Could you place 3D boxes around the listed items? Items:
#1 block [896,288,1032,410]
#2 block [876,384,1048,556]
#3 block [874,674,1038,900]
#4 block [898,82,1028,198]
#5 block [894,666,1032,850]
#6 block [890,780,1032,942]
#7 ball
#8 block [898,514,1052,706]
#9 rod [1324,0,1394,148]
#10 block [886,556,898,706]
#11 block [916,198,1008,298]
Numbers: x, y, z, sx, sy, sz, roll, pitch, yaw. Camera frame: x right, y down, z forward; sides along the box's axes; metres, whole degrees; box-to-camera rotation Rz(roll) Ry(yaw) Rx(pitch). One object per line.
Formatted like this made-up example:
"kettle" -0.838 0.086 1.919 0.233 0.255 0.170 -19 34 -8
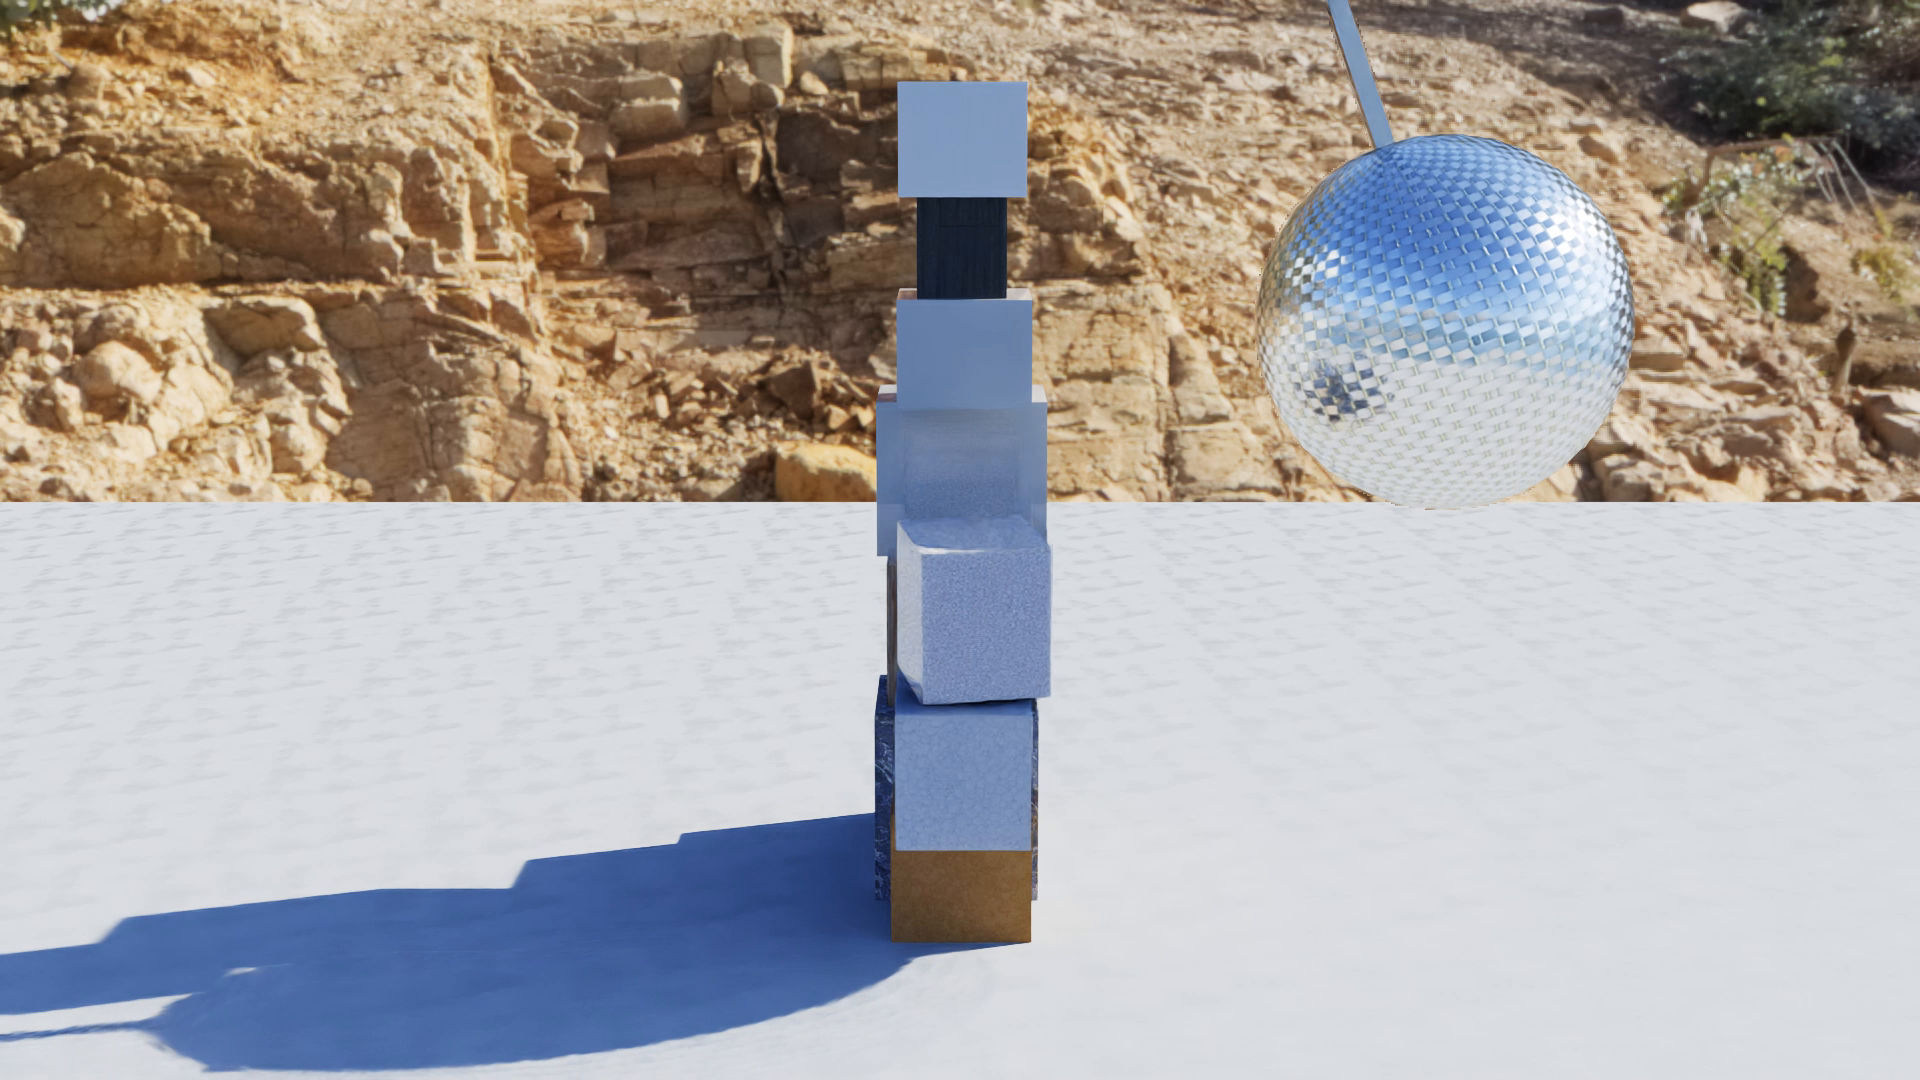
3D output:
"block" 0.019 -0.827 11.030 0.567 0.460 0.591 0 10 0
"block" 0.007 -0.317 11.398 0.736 0.675 0.626 0 10 0
"block" -0.015 1.081 11.348 0.699 0.813 0.779 0 10 0
"block" 0.011 -1.703 10.871 0.535 0.471 0.557 0 10 0
"block" 0.015 0.860 10.269 0.531 0.567 0.598 0 17 0
"block" 0.005 1.334 10.717 0.574 0.542 0.533 0 10 0
"ball" 2.074 -0.935 11.010 1.600 1.600 1.600 0 10 0
"block" 0.050 0.268 10.162 0.509 0.604 0.531 -3 15 -11
"rod" 0.899 -4.073 10.440 0.080 5.200 0.080 -20 10 4
"block" -0.005 0.360 11.304 0.618 0.622 0.599 0 10 0
"block" 0.008 -1.262 10.951 0.377 0.425 0.426 0 10 0
